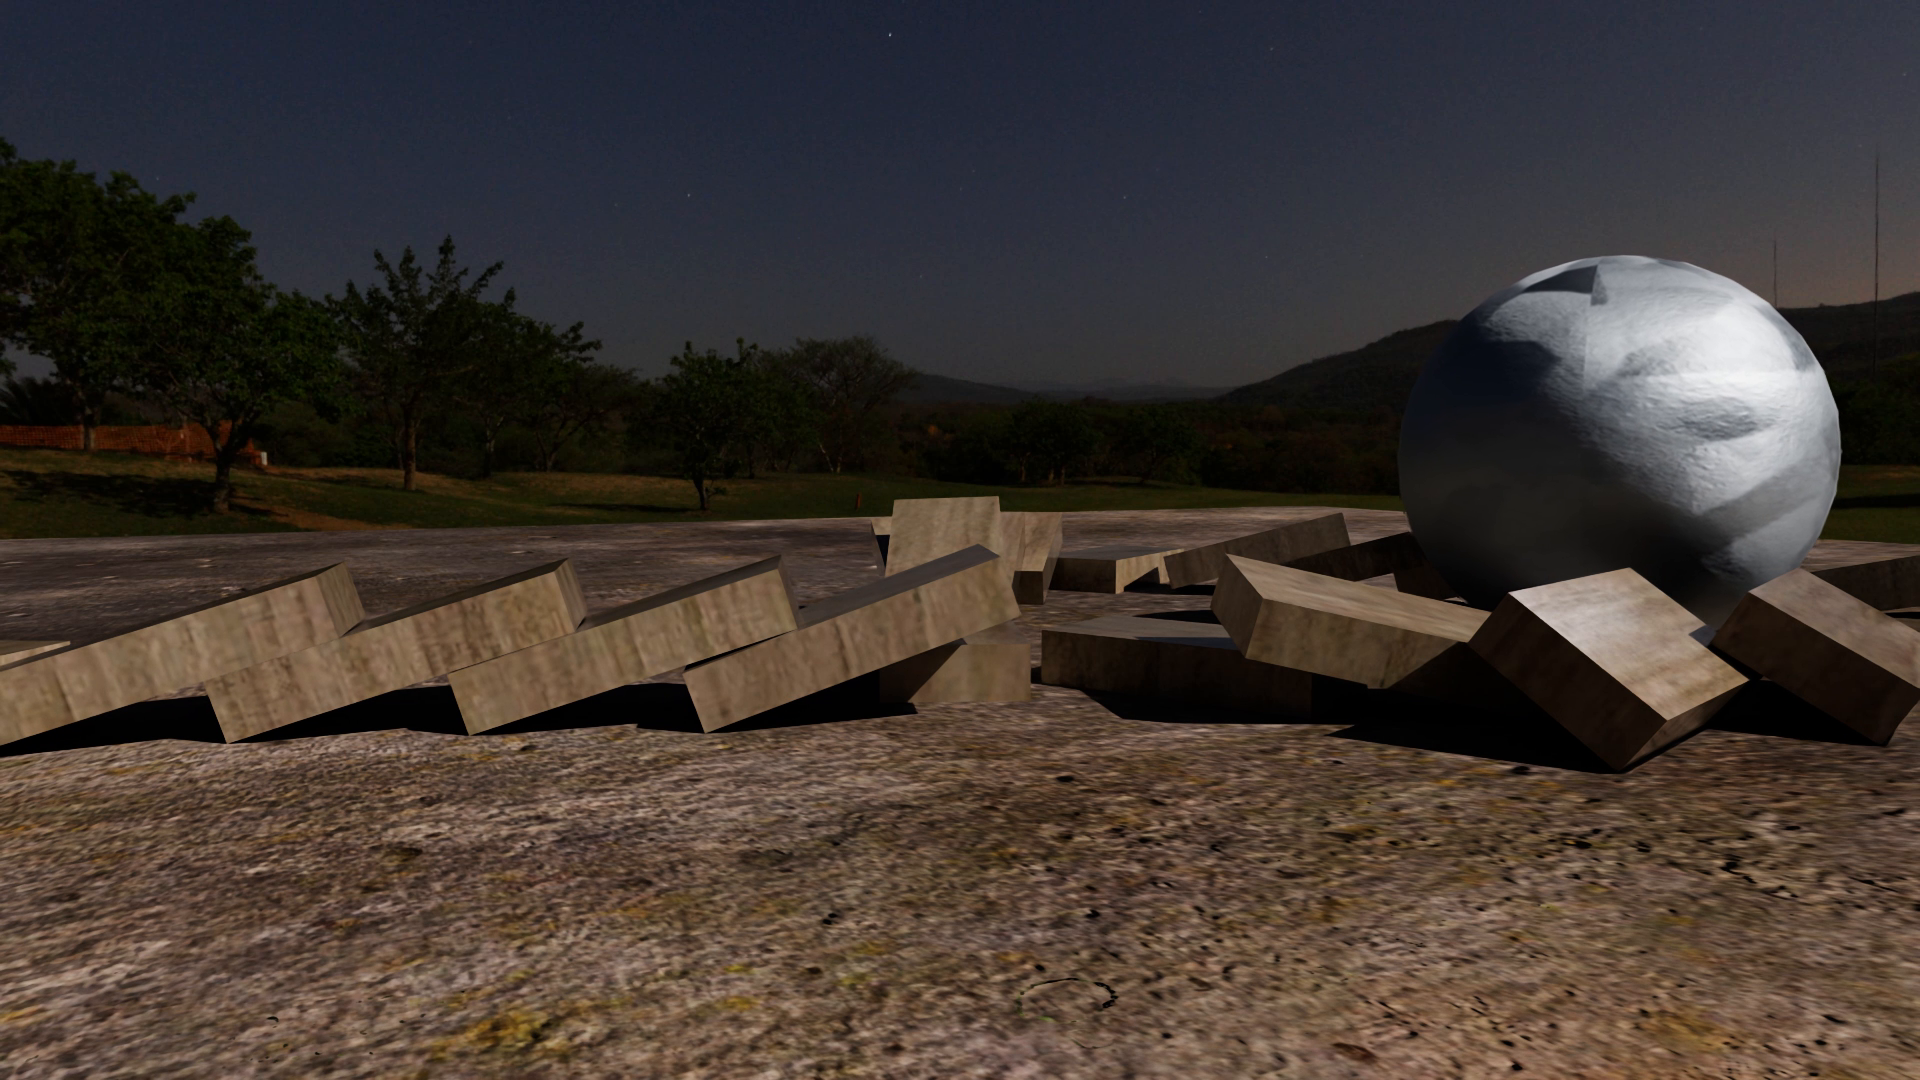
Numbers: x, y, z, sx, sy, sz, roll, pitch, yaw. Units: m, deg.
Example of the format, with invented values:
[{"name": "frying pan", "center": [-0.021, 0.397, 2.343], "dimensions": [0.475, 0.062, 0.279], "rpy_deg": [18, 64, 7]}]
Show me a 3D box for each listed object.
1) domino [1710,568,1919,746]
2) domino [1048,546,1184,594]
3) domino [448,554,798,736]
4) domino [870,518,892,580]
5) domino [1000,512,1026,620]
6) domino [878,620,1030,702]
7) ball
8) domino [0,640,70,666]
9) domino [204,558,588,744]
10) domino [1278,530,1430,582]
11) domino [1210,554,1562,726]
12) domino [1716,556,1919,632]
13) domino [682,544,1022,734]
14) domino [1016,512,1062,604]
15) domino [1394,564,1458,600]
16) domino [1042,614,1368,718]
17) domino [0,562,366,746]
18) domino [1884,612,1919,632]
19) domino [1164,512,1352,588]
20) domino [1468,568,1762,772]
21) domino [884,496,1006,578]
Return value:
[{"name": "domino", "center": [0.140, 0.017, 0.205], "dimensions": [0.025, 0.010, 0.050], "rpy_deg": [39, 27, 32]}, {"name": "domino", "center": [0.047, 0.008, 0.392], "dimensions": [0.025, 0.010, 0.050], "rpy_deg": [3, 5, 32]}, {"name": "domino", "center": [-0.051, 0.015, 0.201], "dimensions": [0.050, 0.009, 0.025], "rpy_deg": [-18, 6, -5]}, {"name": "domino", "center": [-0.006, 0.007, 0.303], "dimensions": [0.025, 0.009, 0.050], "rpy_deg": [-5, 22, -8]}, {"name": "domino", "center": [0.003, 0.006, 0.331], "dimensions": [0.025, 0.009, 0.050], "rpy_deg": [0, 21, 6]}, {"name": "domino", "center": [-0.002, 0.020, 0.236], "dimensions": [0.025, 0.010, 0.050], "rpy_deg": [0, 4, -4]}, {"name": "ball", "center": [0.131, -0.017, 0.262], "dimensions": [0.080, 0.080, 0.080], "rpy_deg": [0, 4, 0]}, {"name": "domino", "center": [-0.163, 0.024, 0.191], "dimensions": [0.025, 0.010, 0.050], "rpy_deg": [0, 4, 2]}, {"name": "domino", "center": [-0.085, 0.016, 0.198], "dimensions": [0.050, 0.009, 0.025], "rpy_deg": [-18, 8, -10]}, {"name": "domino", "center": [0.115, 0.005, 0.349], "dimensions": [0.050, 0.009, 0.025], "rpy_deg": [-16, -6, 31]}, {"name": "domino", "center": [0.067, 0.015, 0.203], "dimensions": [0.050, 0.010, 0.025], "rpy_deg": [12, 14, -4]}, {"name": "domino", "center": [0.180, 0.012, 0.269], "dimensions": [0.025, 0.010, 0.050], "rpy_deg": [-3, -9, -31]}, {"name": "domino", "center": [-0.017, 0.015, 0.203], "dimensions": [0.050, 0.009, 0.025], "rpy_deg": [-20, 6, -5]}, {"name": "domino", "center": [0.014, 0.004, 0.364], "dimensions": [0.025, 0.009, 0.050], "rpy_deg": [1, 19, 10]}, {"name": "domino", "center": [0.140, 0.006, 0.326], "dimensions": [0.050, 0.009, 0.025], "rpy_deg": [-18, -8, 40]}, {"name": "domino", "center": [0.042, 0.021, 0.224], "dimensions": [0.050, 0.010, 0.025], "rpy_deg": [3, 5, 37]}, {"name": "domino", "center": [-0.117, 0.017, 0.190], "dimensions": [0.050, 0.009, 0.025], "rpy_deg": [-19, 9, -14]}, {"name": "domino", "center": [0.182, 0.021, 0.227], "dimensions": [0.025, 0.009, 0.050], "rpy_deg": [-1, 4, -9]}, {"name": "domino", "center": [0.085, 0.003, 0.367], "dimensions": [0.050, 0.009, 0.025], "rpy_deg": [-15, -4, 17]}, {"name": "domino", "center": [0.098, 0.017, 0.188], "dimensions": [0.050, 0.009, 0.025], "rpy_deg": [-4, 42, -45]}, {"name": "domino", "center": [-0.003, 0.004, 0.286], "dimensions": [0.025, 0.009, 0.050], "rpy_deg": [-2, 22, 0]}]
